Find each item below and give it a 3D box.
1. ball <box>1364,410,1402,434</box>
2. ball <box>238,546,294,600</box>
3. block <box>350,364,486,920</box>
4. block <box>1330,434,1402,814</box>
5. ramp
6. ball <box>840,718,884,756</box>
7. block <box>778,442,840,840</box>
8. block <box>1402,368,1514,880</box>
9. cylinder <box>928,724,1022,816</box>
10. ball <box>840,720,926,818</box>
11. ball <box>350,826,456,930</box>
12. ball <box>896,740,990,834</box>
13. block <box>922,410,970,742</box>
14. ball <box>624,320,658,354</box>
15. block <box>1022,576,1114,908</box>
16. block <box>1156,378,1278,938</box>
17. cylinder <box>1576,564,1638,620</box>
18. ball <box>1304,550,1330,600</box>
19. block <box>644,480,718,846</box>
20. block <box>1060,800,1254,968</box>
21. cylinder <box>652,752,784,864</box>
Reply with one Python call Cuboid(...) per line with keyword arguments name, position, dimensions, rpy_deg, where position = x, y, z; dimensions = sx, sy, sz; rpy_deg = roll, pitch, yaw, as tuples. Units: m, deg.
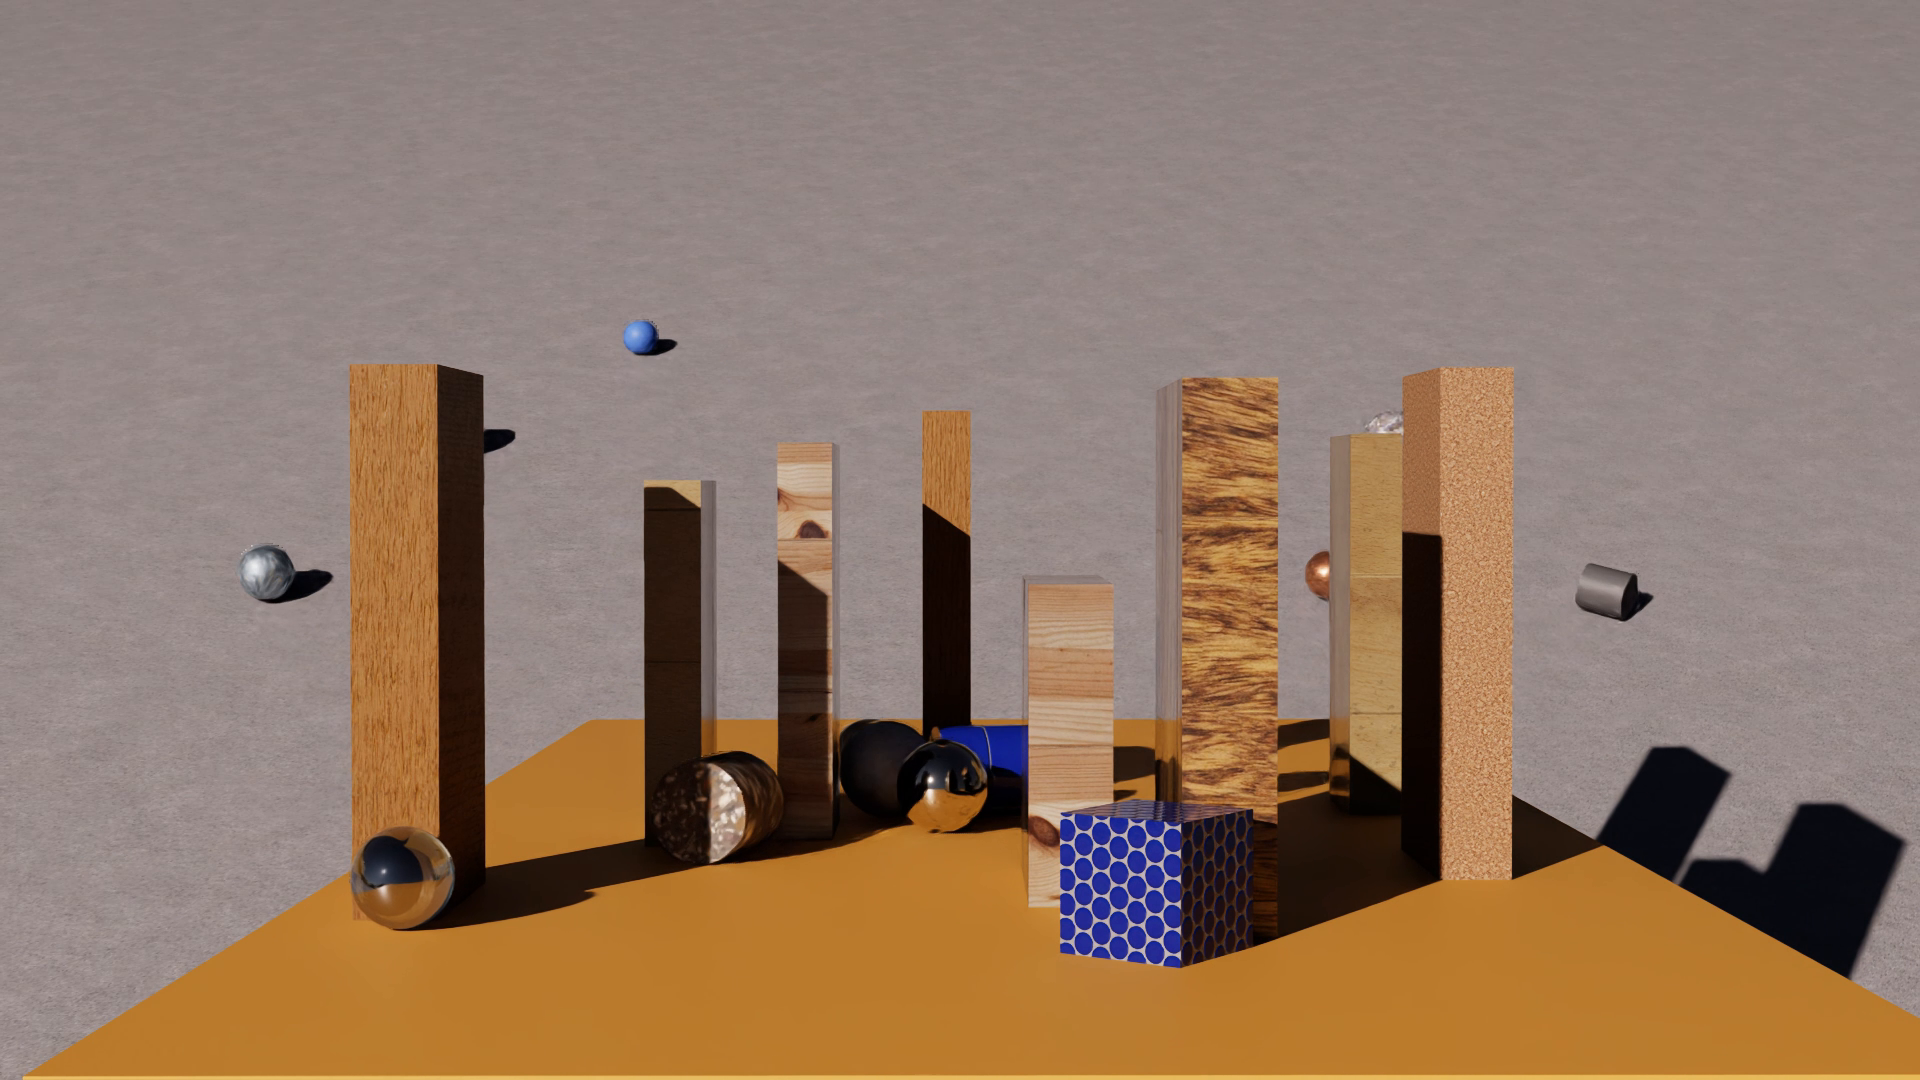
Cuboid(name="ball", position=(1.358, -0.311, 8.094), dimensions=(0.191, 0.191, 0.191), rpy_deg=(0, 27, 0))
Cuboid(name="ball", position=(-1.970, 0.094, 7.331), dimensions=(0.155, 0.155, 0.155), rpy_deg=(0, 27, 0))
Cuboid(name="block", position=(-0.768, 0.136, 3.678), dimensions=(0.119, 0.756, 0.343), rpy_deg=(0, 1, 0))
Cuboid(name="block", position=(0.747, 0.150, 4.764), dimensions=(0.093, 0.685, 0.252), rpy_deg=(0, 1, 0))
Cuboid(name="ramp", position=(0.061, 0.546, 4.583), dimensions=(2.000, 0.100, 4.000), rpy_deg=(0, 1, 0))
Cuboid(name="ball", position=(-0.174, 0.416, 4.958), dimensions=(0.147, 0.147, 0.147), rpy_deg=(0, 27, 0))
Cuboid(name="block", position=(-0.258, 0.167, 4.440), dimensions=(0.091, 0.664, 0.280), rpy_deg=(0, 1, 0))
Cuboid(name="block", position=(0.773, 0.123, 4.029), dimensions=(0.109, 0.768, 0.328), rpy_deg=(0, 1, 0))
Cuboid(name="cylinder", position=(0.036, 0.414, 4.634), dimensions=(0.163, 0.163, 0.163), rpy_deg=(0, 26, -12))
Cuboid(name="ball", position=(-0.130, 0.410, 4.609), dimensions=(0.173, 0.173, 0.173), rpy_deg=(0, 27, 0))
Cuboid(name="ball", position=(-0.743, 0.451, 3.444), dimensions=(0.137, 0.137, 0.137), rpy_deg=(0, 27, 0))
Cuboid(name="ball", position=(-0.029, 0.420, 4.406), dimensions=(0.159, 0.159, 0.159), rpy_deg=(0, 27, 0))
Cuboid(name="block", position=(-0.025, 0.126, 4.855), dimensions=(0.088, 0.729, 0.294), rpy_deg=(0, 1, 0))
Cuboid(name="ball", position=(-1.108, -0.703, 8.953), dimensions=(0.117, 0.117, 0.117), rpy_deg=(0, 27, 0))
Cuboid(name="block", position=(0.155, 0.285, 3.811), dimensions=(0.119, 0.453, 0.388), rpy_deg=(0, 1, 0))
Cuboid(name="block", position=(0.352, 0.150, 3.588), dimensions=(0.125, 0.731, 0.447), rpy_deg=(0, 1, 0))
Cuboid(name="cylinder", position=(1.818, 0.144, 7.253), dimensions=(0.130, 0.130, 0.130), rpy_deg=(16, 31, 31))
Cuboid(name="ball", position=(1.049, 0.099, 7.338), dimensions=(0.138, 0.138, 0.138), rpy_deg=(0, 27, 0))
Cuboid(name="block", position=(-0.471, 0.200, 4.370), dimensions=(0.093, 0.601, 0.277), rpy_deg=(0, 1, 0))
Cuboid(name="block", position=(0.251, 0.433, 3.283), dimensions=(0.178, 0.178, 0.178), rpy_deg=(1, 1, 36))
Cuboid(name="cylinder", position=(-0.385, 0.425, 4.113), dimensions=(0.162, 0.162, 0.162), rpy_deg=(9, 4, 17))
